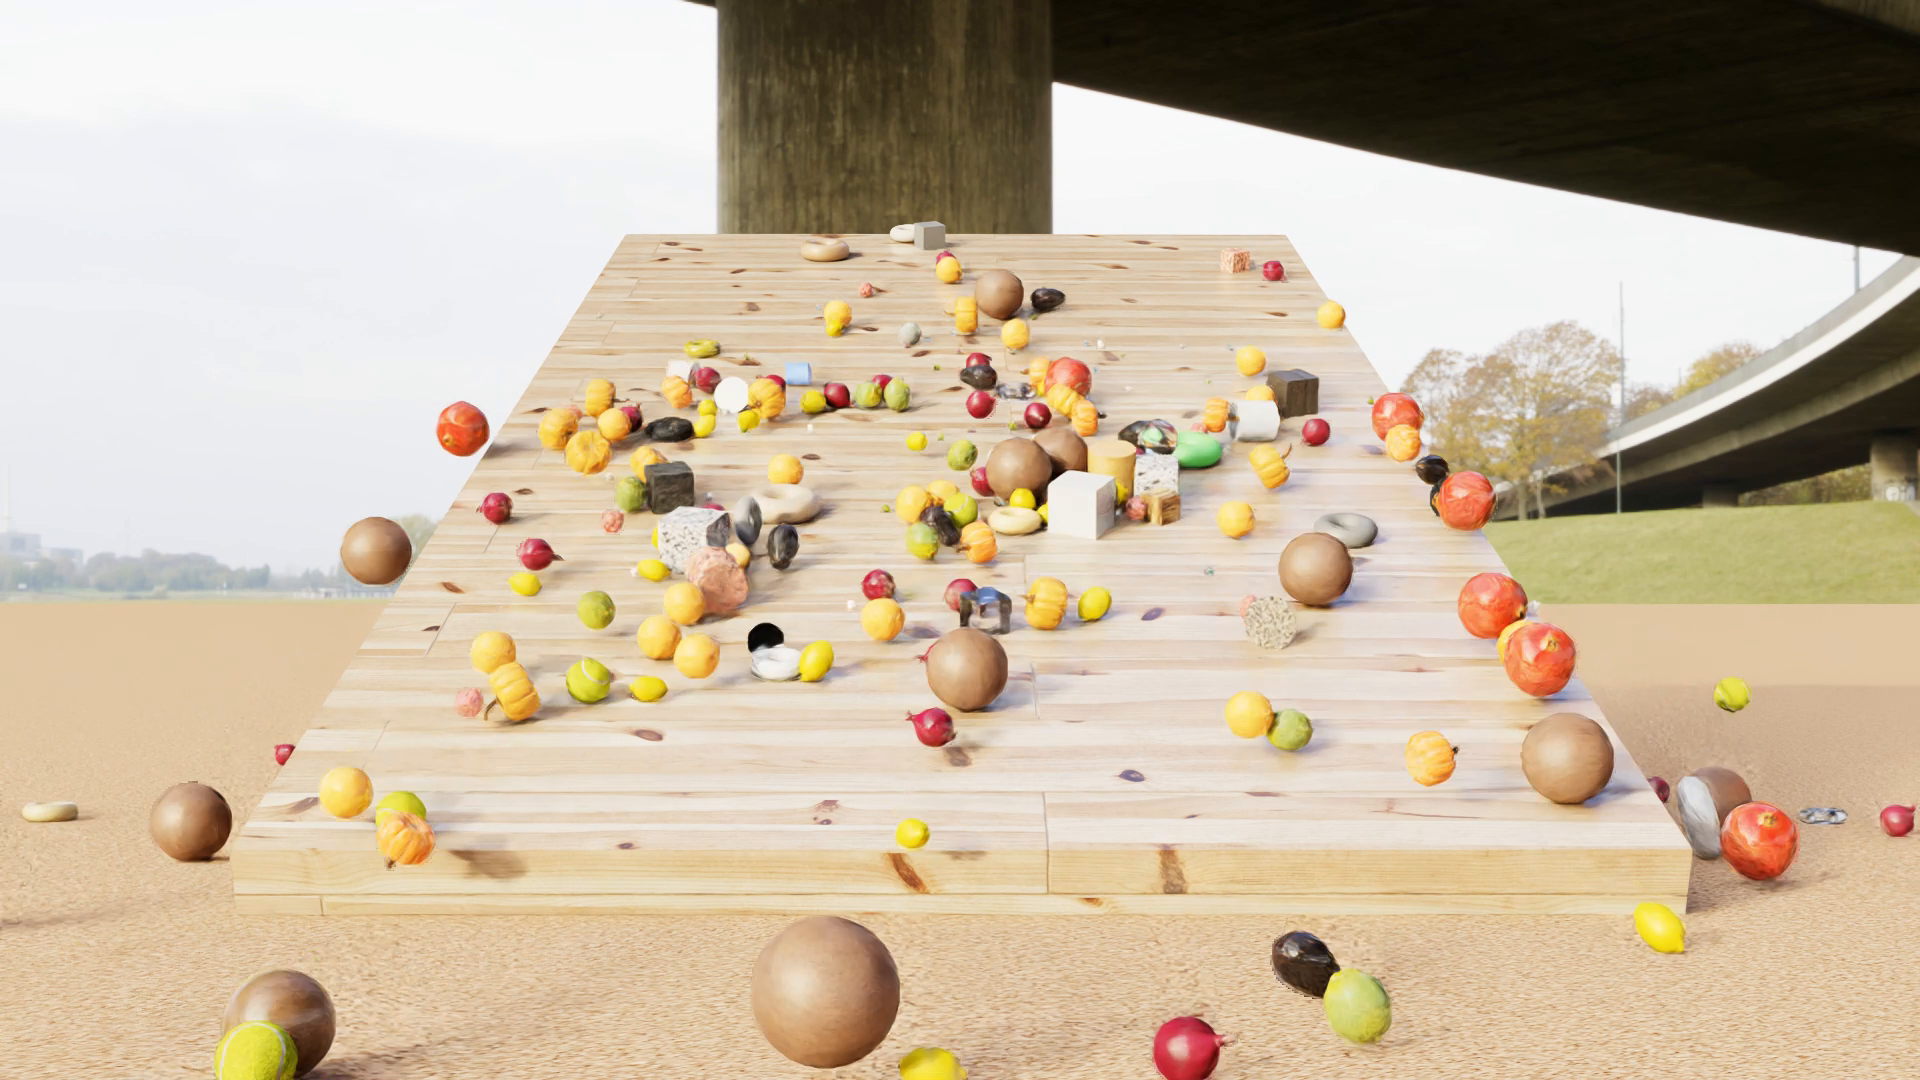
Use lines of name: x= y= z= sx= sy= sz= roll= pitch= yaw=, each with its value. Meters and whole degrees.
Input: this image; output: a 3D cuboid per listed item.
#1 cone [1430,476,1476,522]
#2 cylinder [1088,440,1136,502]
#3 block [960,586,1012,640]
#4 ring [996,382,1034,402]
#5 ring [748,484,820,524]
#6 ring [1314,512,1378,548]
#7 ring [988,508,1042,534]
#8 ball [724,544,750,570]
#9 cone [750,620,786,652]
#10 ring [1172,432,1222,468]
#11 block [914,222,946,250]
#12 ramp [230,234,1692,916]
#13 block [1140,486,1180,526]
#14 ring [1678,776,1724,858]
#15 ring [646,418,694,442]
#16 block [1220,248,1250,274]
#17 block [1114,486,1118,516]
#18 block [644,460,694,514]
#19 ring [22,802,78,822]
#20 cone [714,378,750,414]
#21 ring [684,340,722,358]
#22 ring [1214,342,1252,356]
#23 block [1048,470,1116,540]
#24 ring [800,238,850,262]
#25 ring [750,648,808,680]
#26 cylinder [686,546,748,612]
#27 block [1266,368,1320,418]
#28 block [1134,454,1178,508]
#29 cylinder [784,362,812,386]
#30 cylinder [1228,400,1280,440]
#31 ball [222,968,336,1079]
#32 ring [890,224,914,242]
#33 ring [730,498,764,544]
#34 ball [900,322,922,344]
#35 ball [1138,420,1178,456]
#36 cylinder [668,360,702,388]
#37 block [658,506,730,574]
cone: x=0.957 y=-0.074 z=4.423 sx=0.091 sy=0.091 sz=0.091 roll=0 pitch=-7 yaw=4
cylinder: x=0.302 y=-0.138 z=4.507 sx=0.095 sy=0.095 sz=0.095 roll=0 pitch=25 yaw=0
block: x=0.042 y=0.124 z=3.834 sx=0.064 sy=0.064 sz=0.064 roll=-12 pitch=23 yaw=-30
ring: x=0.126 y=-0.340 z=5.177 sx=0.090 sy=0.030 sz=0.090 roll=1 pitch=19 yaw=0
ring: x=-0.345 y=-0.070 z=4.396 sx=0.148 sy=0.049 sz=0.148 roll=1 pitch=20 yaw=0
ring: x=0.728 y=-0.019 z=4.272 sx=0.120 sy=0.040 sz=0.120 roll=-1 pitch=21 yaw=0
ring: x=0.105 y=-0.037 z=4.324 sx=0.103 sy=0.034 sz=0.103 roll=1 pitch=16 yaw=0
ball: x=-0.406 y=0.033 z=4.098 sx=0.055 sy=0.055 sz=0.055 roll=0 pitch=-1 yaw=0
cone: x=-0.325 y=0.171 z=3.752 sx=0.063 sy=0.063 sz=0.063 roll=1 pitch=-20 yaw=-19
ring: x=0.473 y=-0.189 z=4.731 sx=0.149 sy=0.050 sz=0.149 roll=1 pitch=19 yaw=0
block: x=-0.089 y=-0.896 z=6.668 sx=0.070 sy=0.070 sz=0.070 roll=-8 pitch=21 yaw=-22
ramp: x=-0.005 y=-0.205 z=4.991 sx=2.000 sy=0.100 sz=4.000 roll=0 pitch=20 yaw=0
block: x=0.387 y=-0.065 z=4.374 sx=0.055 sy=0.055 sz=0.055 roll=19 pitch=27 yaw=42
ring: x=1.235 y=0.463 z=3.776 sx=0.047 sy=0.142 sz=0.142 roll=-16 pitch=-5 yaw=11
ring: x=-0.625 y=-0.238 z=4.883 sx=0.105 sy=0.035 sz=0.105 roll=0 pitch=19 yaw=0
block: x=0.778 y=-0.790 z=6.393 sx=0.057 sy=0.057 sz=0.057 roll=-11 pitch=23 yaw=-29
block: x=0.267 y=-0.073 z=4.392 sx=0.059 sy=0.059 sz=0.059 roll=10 pitch=22 yaw=25
block: x=-0.571 y=-0.103 z=4.441 sx=0.079 sy=0.079 sz=0.079 roll=-7 pitch=21 yaw=-18
ring: x=-1.791 y=0.535 z=4.455 sx=0.104 sy=0.035 sz=0.104 roll=1 pitch=-1 yaw=0
cone: x=-0.502 y=-0.319 z=5.106 sx=0.082 sy=0.082 sz=0.082 roll=0 pitch=-7 yaw=10
ring: x=-0.629 y=-0.468 z=5.532 sx=0.091 sy=0.030 sz=0.091 roll=1 pitch=19 yaw=0
ring: x=0.671 y=-0.468 z=5.565 sx=0.091 sy=0.030 sz=0.091 roll=-8 pitch=-4 yaw=-1
block: x=0.232 y=-0.068 z=4.318 sx=0.097 sy=0.097 sz=0.097 roll=9 pitch=22 yaw=24
ring: x=-0.391 y=-0.839 z=6.541 sx=0.144 sy=0.048 sz=0.144 roll=1 pitch=19 yaw=0
ring: x=-0.293 y=0.201 z=3.667 sx=0.093 sy=0.031 sz=0.093 roll=0 pitch=19 yaw=0
cylinder: x=-0.425 y=0.068 z=3.945 sx=0.091 sy=0.091 sz=0.091 roll=1 pitch=18 yaw=-21
block: x=0.745 y=-0.329 z=5.069 sx=0.084 sy=0.084 sz=0.084 roll=-9 pitch=21 yaw=-23
block: x=0.388 y=-0.115 z=4.472 sx=0.084 sy=0.084 sz=0.084 roll=2 pitch=20 yaw=5
cylinder: x=-0.377 y=-0.387 z=5.268 sx=0.053 sy=0.053 sz=0.053 roll=1 pitch=-1 yaw=5
cylinder: x=0.630 y=-0.257 z=4.858 sx=0.085 sy=0.085 sz=0.085 roll=-2 pitch=-1 yaw=-12
ball: x=-0.617 y=0.440 z=2.054 sx=0.100 sy=0.100 sz=0.100 roll=0 pitch=-1 yaw=0
ring: x=-0.154 y=-0.918 z=6.777 sx=0.112 sy=0.037 sz=0.112 roll=0 pitch=21 yaw=0
ring: x=-0.397 y=-0.037 z=4.240 sx=0.031 sy=0.092 sz=0.092 roll=-20 pitch=-9 yaw=22
ball: x=-0.123 y=-0.513 z=5.621 sx=0.054 sy=0.054 sz=0.054 roll=0 pitch=-1 yaw=0
ball: x=0.396 y=-0.201 z=4.522 sx=0.081 sy=0.081 sz=0.081 roll=0 pitch=-1 yaw=0
cylinder: x=-0.639 y=-0.387 z=5.261 sx=0.057 sy=0.057 sz=0.057 roll=9 pitch=3 yaw=26
block: x=-0.485 y=0.002 z=4.123 sx=0.096 sy=0.096 sz=0.096 roll=6 pitch=21 yaw=17
